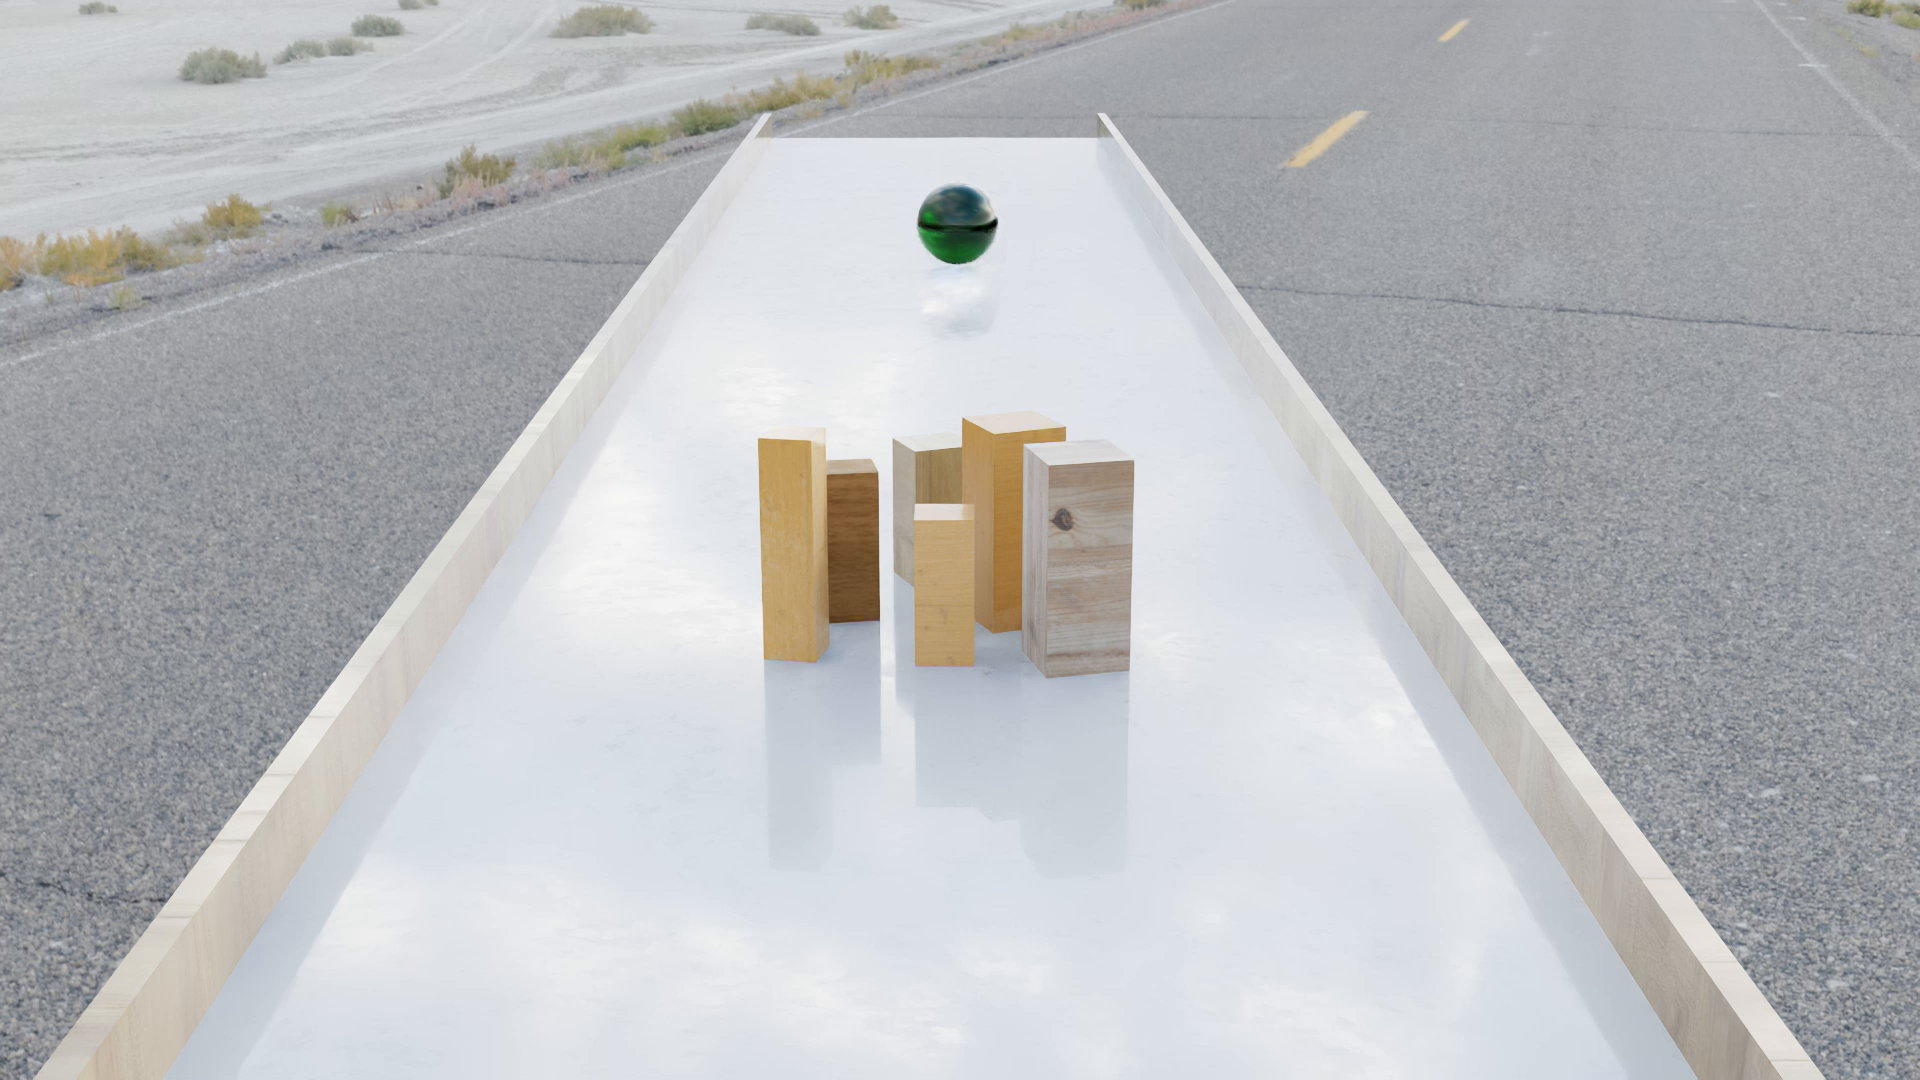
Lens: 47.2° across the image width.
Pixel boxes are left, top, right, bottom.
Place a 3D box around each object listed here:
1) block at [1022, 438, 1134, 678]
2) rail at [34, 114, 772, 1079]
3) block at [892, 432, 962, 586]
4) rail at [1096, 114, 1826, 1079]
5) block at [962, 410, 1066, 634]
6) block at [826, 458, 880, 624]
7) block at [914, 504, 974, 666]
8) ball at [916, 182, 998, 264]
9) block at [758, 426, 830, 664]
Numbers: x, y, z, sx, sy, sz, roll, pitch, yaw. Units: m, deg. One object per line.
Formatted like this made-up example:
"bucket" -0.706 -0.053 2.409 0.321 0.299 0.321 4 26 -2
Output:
"block" 0.231 0.035 4.353 0.173 0.432 0.173 -4 17 -14
"rail" -1.118 -0.838 7.780 0.050 0.150 12.000 0 17 -1
"block" -0.060 -0.068 4.906 0.138 0.313 0.138 -7 18 -22
"rail" 0.932 -0.844 7.801 0.050 0.150 12.000 0 17 -1
"block" 0.111 -0.040 4.613 0.163 0.427 0.163 -7 18 -23
"block" -0.237 0.001 4.654 0.118 0.324 0.118 -3 17 -9
"block" -0.030 0.090 4.393 0.118 0.303 0.118 0 17 0
"ball" -0.011 -1.294 8.991 0.334 0.334 0.334 0 17 0
"block" -0.331 0.008 4.395 0.108 0.458 0.108 3 17 11
